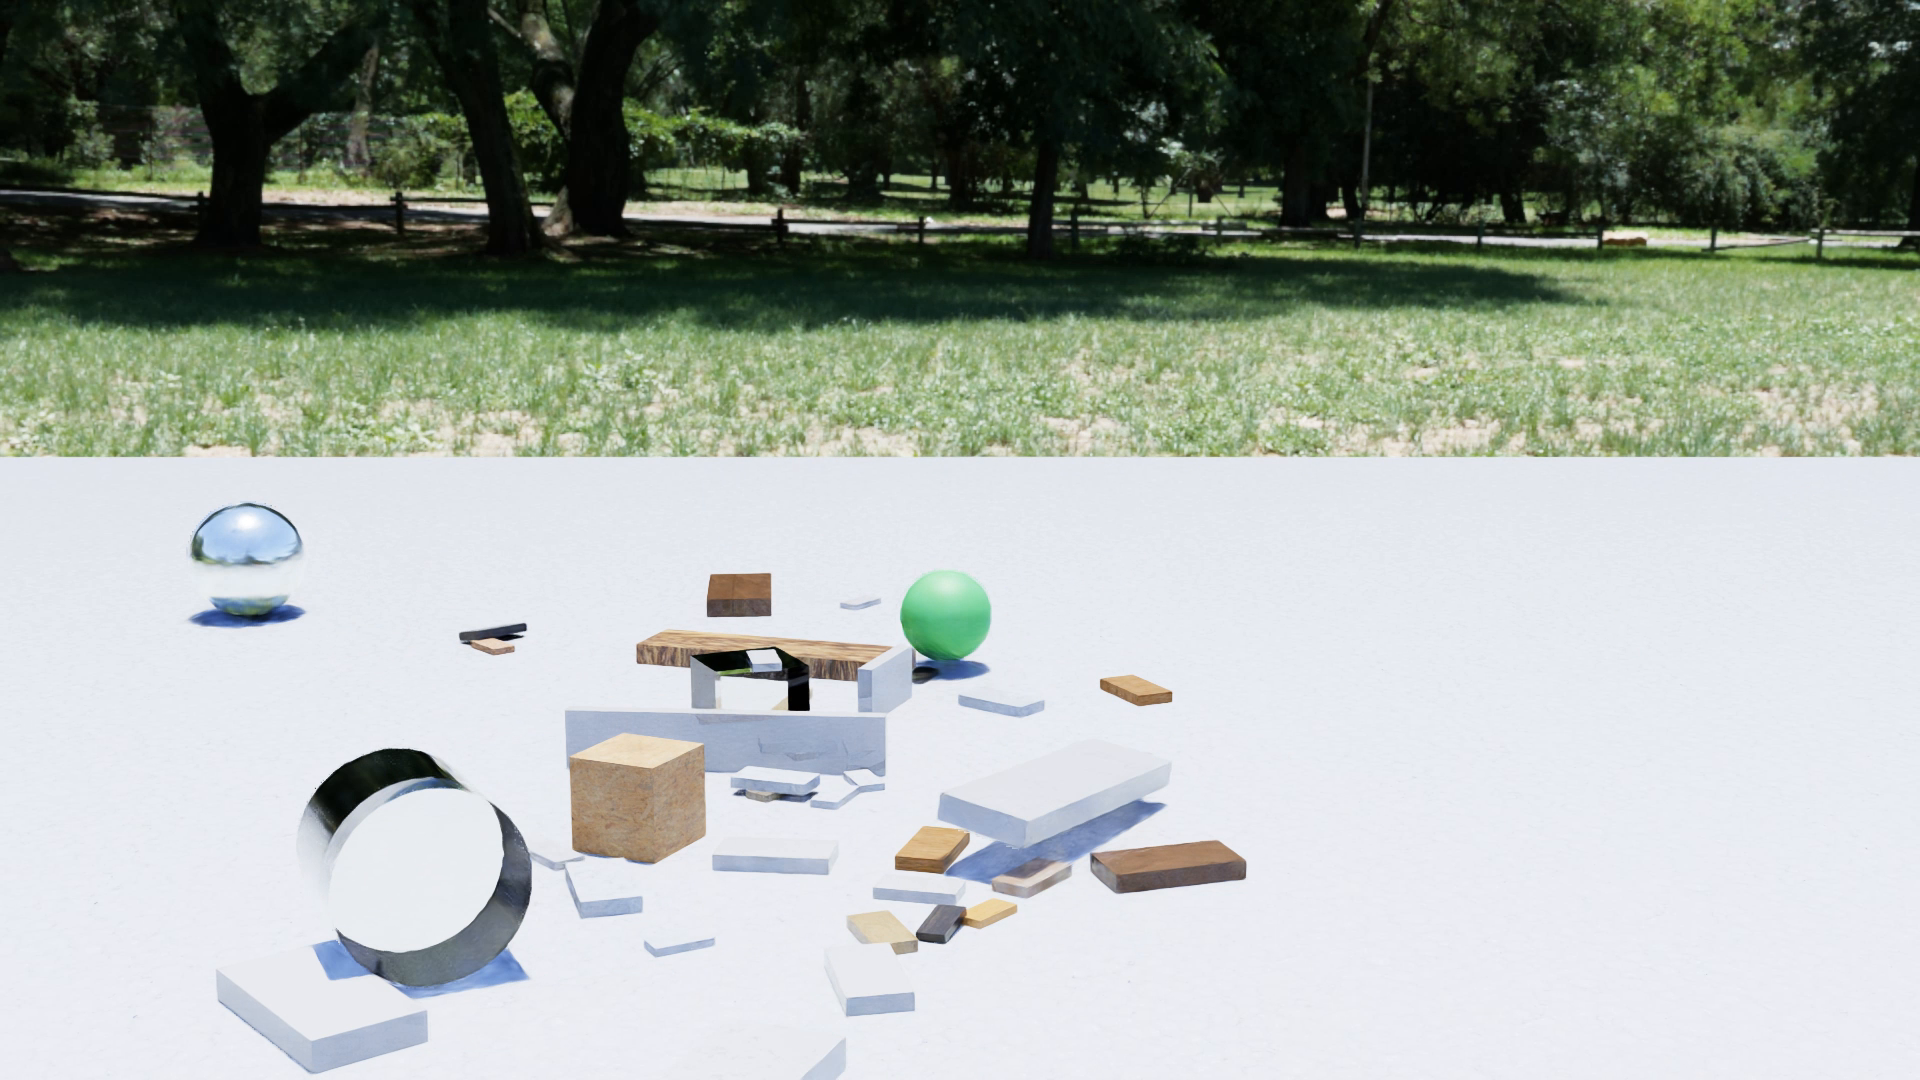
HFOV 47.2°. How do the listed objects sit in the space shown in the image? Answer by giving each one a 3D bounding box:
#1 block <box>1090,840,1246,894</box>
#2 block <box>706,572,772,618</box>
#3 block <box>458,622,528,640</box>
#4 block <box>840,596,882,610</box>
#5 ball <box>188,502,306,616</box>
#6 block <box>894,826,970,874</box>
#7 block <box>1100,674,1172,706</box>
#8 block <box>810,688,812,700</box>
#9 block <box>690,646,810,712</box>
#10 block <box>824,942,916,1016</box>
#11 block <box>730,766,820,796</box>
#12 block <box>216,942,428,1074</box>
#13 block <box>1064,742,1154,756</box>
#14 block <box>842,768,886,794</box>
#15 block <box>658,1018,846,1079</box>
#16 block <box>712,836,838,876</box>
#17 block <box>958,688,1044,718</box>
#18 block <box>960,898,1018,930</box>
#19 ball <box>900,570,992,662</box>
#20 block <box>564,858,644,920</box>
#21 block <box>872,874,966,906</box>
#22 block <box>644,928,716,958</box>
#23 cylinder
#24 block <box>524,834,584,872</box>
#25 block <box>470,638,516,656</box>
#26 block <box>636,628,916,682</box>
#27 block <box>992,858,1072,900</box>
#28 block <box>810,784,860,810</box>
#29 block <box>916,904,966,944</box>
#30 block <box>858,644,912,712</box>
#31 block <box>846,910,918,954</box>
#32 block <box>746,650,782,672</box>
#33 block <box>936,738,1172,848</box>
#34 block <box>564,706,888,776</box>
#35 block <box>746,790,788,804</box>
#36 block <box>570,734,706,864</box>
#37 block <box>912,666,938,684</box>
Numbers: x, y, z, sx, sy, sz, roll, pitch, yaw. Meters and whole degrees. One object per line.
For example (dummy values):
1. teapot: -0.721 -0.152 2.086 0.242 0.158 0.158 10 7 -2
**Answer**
1. block: 0.355 0.557 3.755 0.238 0.034 0.119 -3 11 -18
2. block: -0.592 0.147 5.924 0.169 0.048 0.338 -1 11 -5
3. block: -1.168 0.229 5.500 0.077 0.022 0.154 -5 3 39
4. block: -0.266 0.169 5.893 0.055 0.016 0.110 7 13 34
5. ball: -1.866 0.051 5.761 0.296 0.296 0.296 0 11 0
6. block: -0.047 0.543 3.857 0.087 0.025 0.174 3 11 15
7. block: 0.396 0.338 4.956 0.087 0.025 0.174 -5 12 -26
8. block: -0.386 0.356 4.870 0.077 0.022 0.154 2 11 13
9. block: -0.431 0.339 4.508 0.188 0.188 0.188 -5 12 -25
10. block: -0.136 0.651 3.264 0.101 0.029 0.203 -2 11 -12
11. block: -0.354 0.462 4.220 0.154 0.022 0.077 4 11 19
12. block: -0.915 0.664 3.142 0.169 0.048 0.338 -9 14 -39
13. block: 0.217 0.462 4.225 0.172 0.049 0.344 6 12 31
14. block: -0.187 0.469 4.281 0.051 0.015 0.103 -4 11 -21
15. block: -0.295 0.718 2.848 0.172 0.049 0.344 4 11 21
16. block: -0.319 0.548 3.819 0.203 0.029 0.101 1 11 6
17. block: 0.091 0.358 4.849 0.174 0.025 0.087 8 13 38
18. block: 0.043 0.604 3.556 0.050 0.014 0.099 8 13 37
19. ball: -0.033 0.179 5.186 0.216 0.216 0.216 0 11 0
20. block: -0.593 0.578 3.658 0.101 0.029 0.203 -3 11 -17
21. block: -0.067 0.582 3.659 0.141 0.020 0.071 3 11 14
22. block: -0.438 0.628 3.428 0.099 0.014 0.050 -6 12 -29
23. cylinder: -0.834 0.492 3.347 0.296 0.296 0.296 -5 9 -25
24. block: -0.722 0.548 3.852 0.058 0.016 0.153 -9 14 -40
25. block: -1.146 0.261 5.395 0.058 0.016 0.116 -9 14 -39
26. block: -0.440 0.275 5.232 0.647 0.048 0.169 3 11 18
27. block: 0.122 0.571 3.717 0.071 0.020 0.141 7 13 34
28. block: -0.237 0.488 4.178 0.055 0.016 0.110 4 11 20
29. block: -0.029 0.608 3.490 0.050 0.014 0.099 1 18 21
30. block: -0.164 0.315 4.825 0.034 0.119 0.238 4 11 19
31. block: -0.123 0.619 3.459 0.071 0.020 0.141 -4 11 -21
32. block: -0.397 0.244 4.454 0.058 0.016 0.116 -2 11 -11
33. block: 0.181 0.447 3.950 0.172 0.049 0.562 15 13 29
34. block: -0.465 0.399 4.373 0.641 0.119 0.034 1 11 5
35. block: -0.356 0.481 4.218 0.051 0.015 0.103 8 13 36
36. block: -0.572 0.457 3.914 0.172 0.172 0.172 5 12 24
37. block: -0.091 0.315 5.112 0.051 0.015 0.103 4 11 19
